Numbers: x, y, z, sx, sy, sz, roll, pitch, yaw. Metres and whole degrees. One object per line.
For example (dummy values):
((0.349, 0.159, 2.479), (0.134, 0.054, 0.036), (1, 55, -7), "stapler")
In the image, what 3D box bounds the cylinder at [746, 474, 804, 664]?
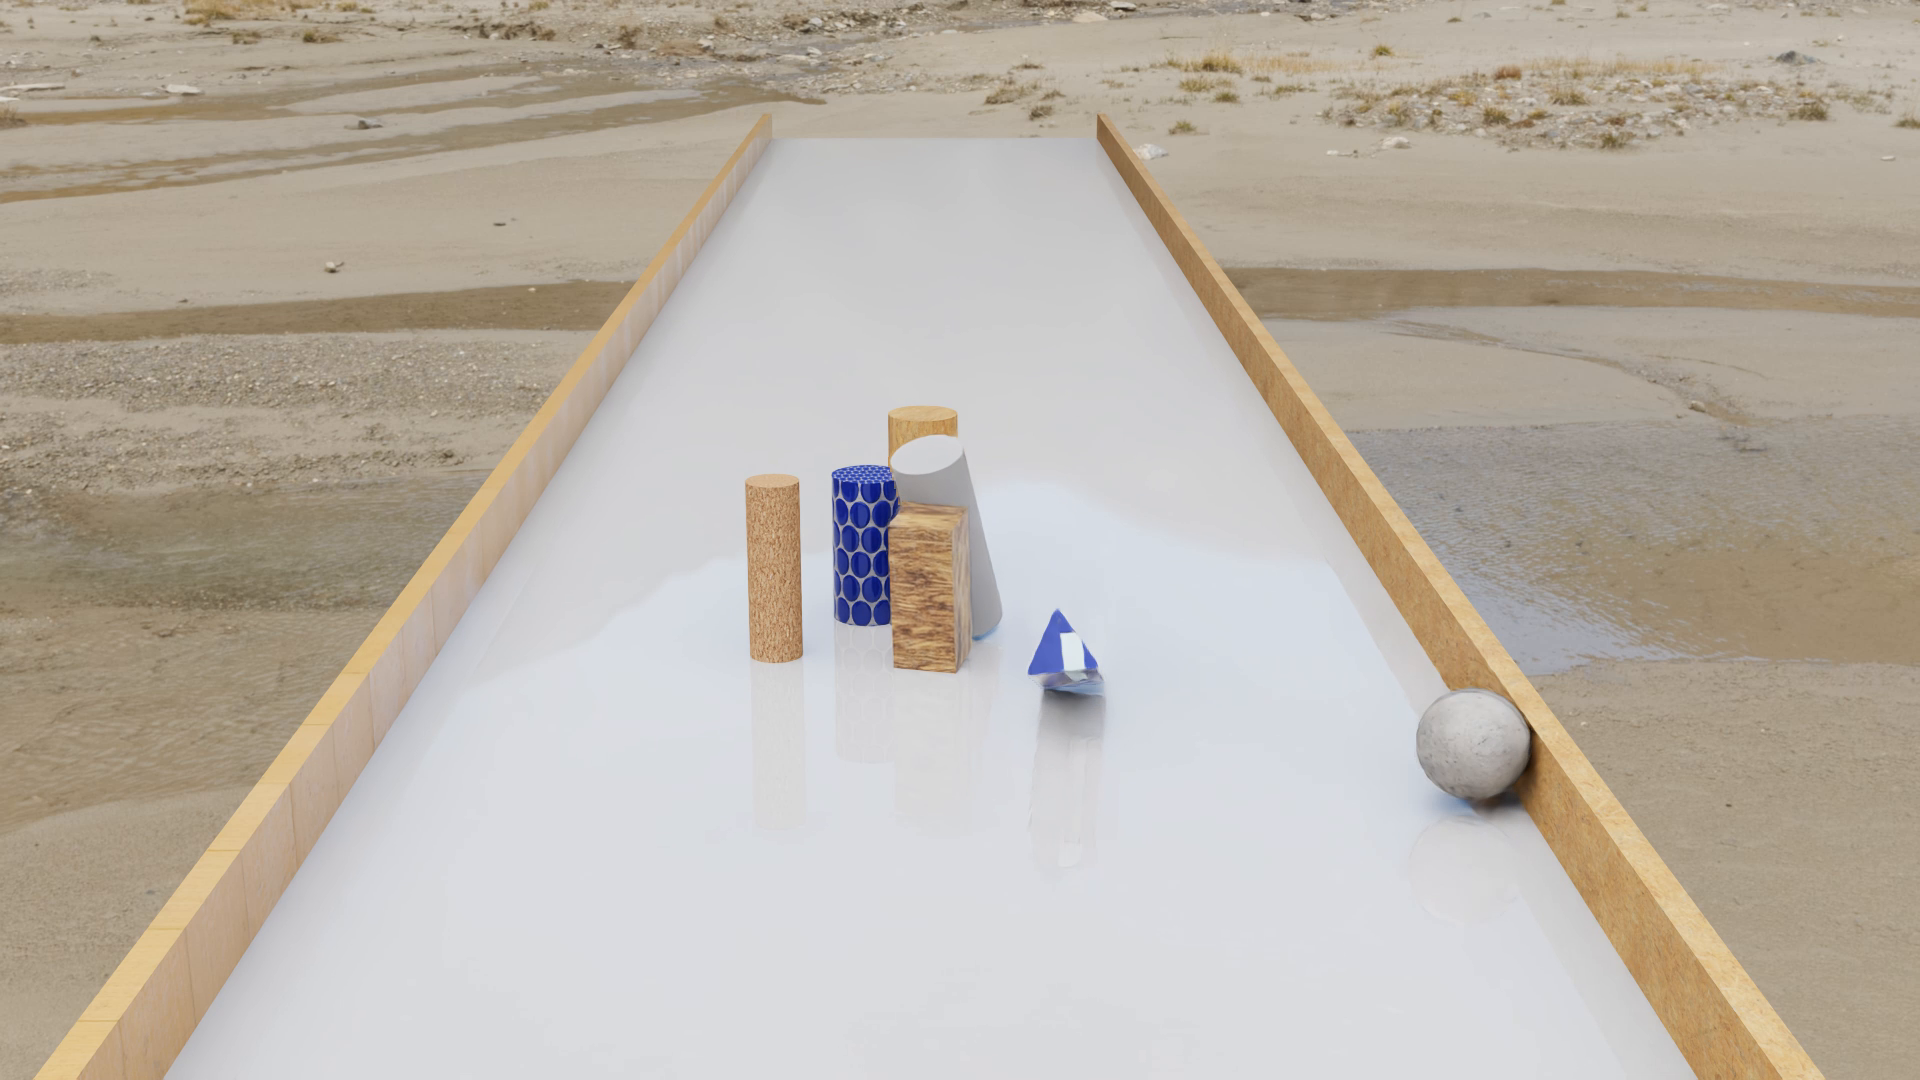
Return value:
((-0.371, 0.057, 4.398), (0.107, 0.364, 0.107), (0, 17, 0), "cylinder")

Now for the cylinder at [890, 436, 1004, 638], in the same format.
((-0.024, -0.004, 4.486), (0.149, 0.403, 0.149), (-10, 32, 6), "cylinder")

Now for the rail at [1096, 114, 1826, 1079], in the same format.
((0.932, -0.844, 7.801), (0.050, 0.150, 12.000), (0, 17, -1), "rail")

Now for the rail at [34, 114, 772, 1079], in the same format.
((-1.118, -0.838, 7.780), (0.050, 0.150, 12.000), (0, 17, -1), "rail")

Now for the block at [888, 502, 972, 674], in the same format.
((-0.058, 0.095, 4.353), (0.127, 0.304, 0.127), (4, 23, 15), "block")

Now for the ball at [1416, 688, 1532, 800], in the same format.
((0.858, 0.340, 3.676), (0.188, 0.188, 0.188), (0, 17, 0), "ball")

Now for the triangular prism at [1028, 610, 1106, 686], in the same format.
((0.196, 0.200, 4.075), (0.124, 0.107, 0.388), (-6, -8, 5), "triangular prism")

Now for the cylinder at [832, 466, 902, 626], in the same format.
((-0.194, 0.011, 4.645), (0.151, 0.310, 0.151), (0, 17, 0), "cylinder")

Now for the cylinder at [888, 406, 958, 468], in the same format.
((-0.081, -0.094, 4.873), (0.152, 0.383, 0.152), (0, 17, 0), "cylinder")
